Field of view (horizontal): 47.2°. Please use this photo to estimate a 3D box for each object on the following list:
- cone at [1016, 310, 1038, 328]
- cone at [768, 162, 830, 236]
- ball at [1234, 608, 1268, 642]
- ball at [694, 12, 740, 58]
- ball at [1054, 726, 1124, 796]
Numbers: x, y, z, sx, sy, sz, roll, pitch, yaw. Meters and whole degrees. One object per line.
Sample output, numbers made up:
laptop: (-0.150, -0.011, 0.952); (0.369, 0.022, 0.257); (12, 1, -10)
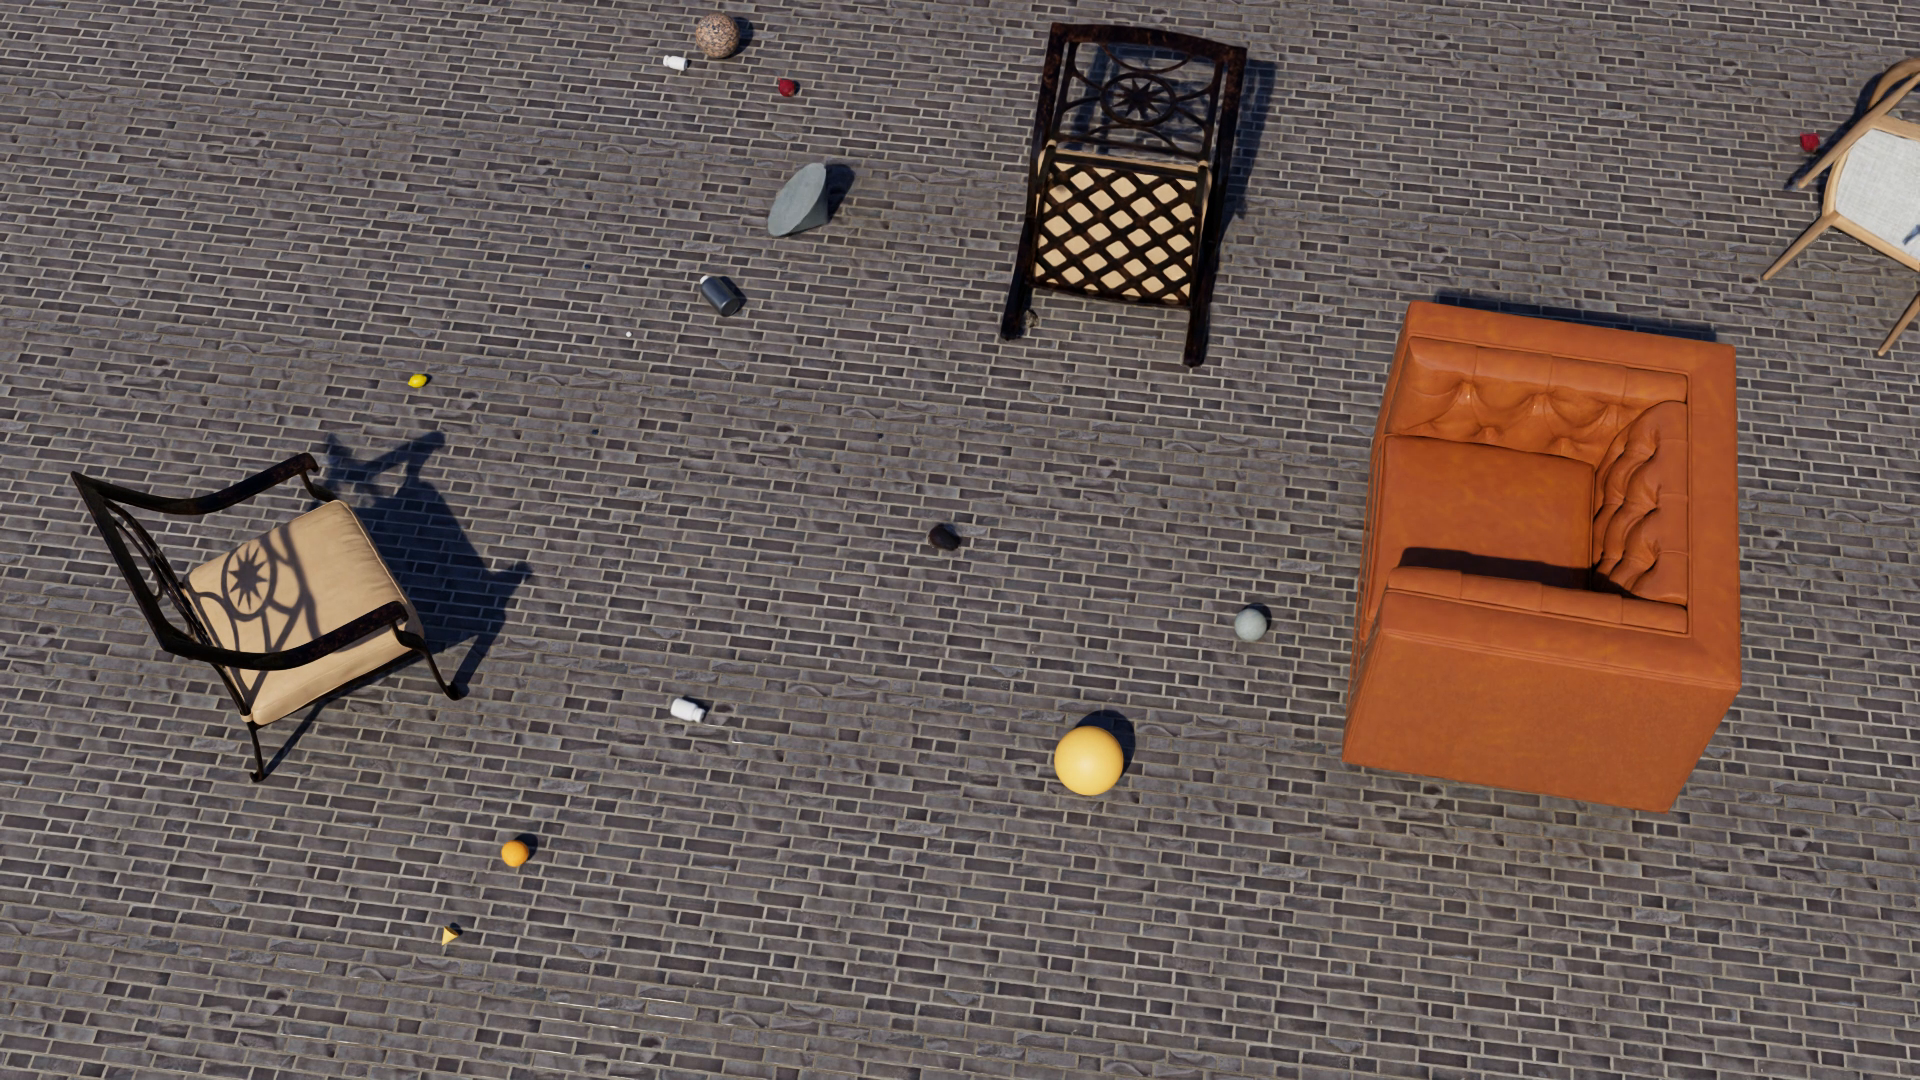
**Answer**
cone: (0.215, -0.720, 7.027); (0.067, 0.050, 0.076); (30, 61, 18)
cone: (-0.484, -1.083, 7.239); (0.284, 0.145, 0.285); (7, 68, 55)
ball: (0.840, 0.245, 6.351); (0.097, 0.097, 0.097); (0, 56, 0)
ball: (-0.844, -1.758, 7.659); (0.157, 0.157, 0.157); (0, 56, 0)
ball: (0.355, 0.607, 6.051); (0.193, 0.193, 0.193); (0, 56, 0)
